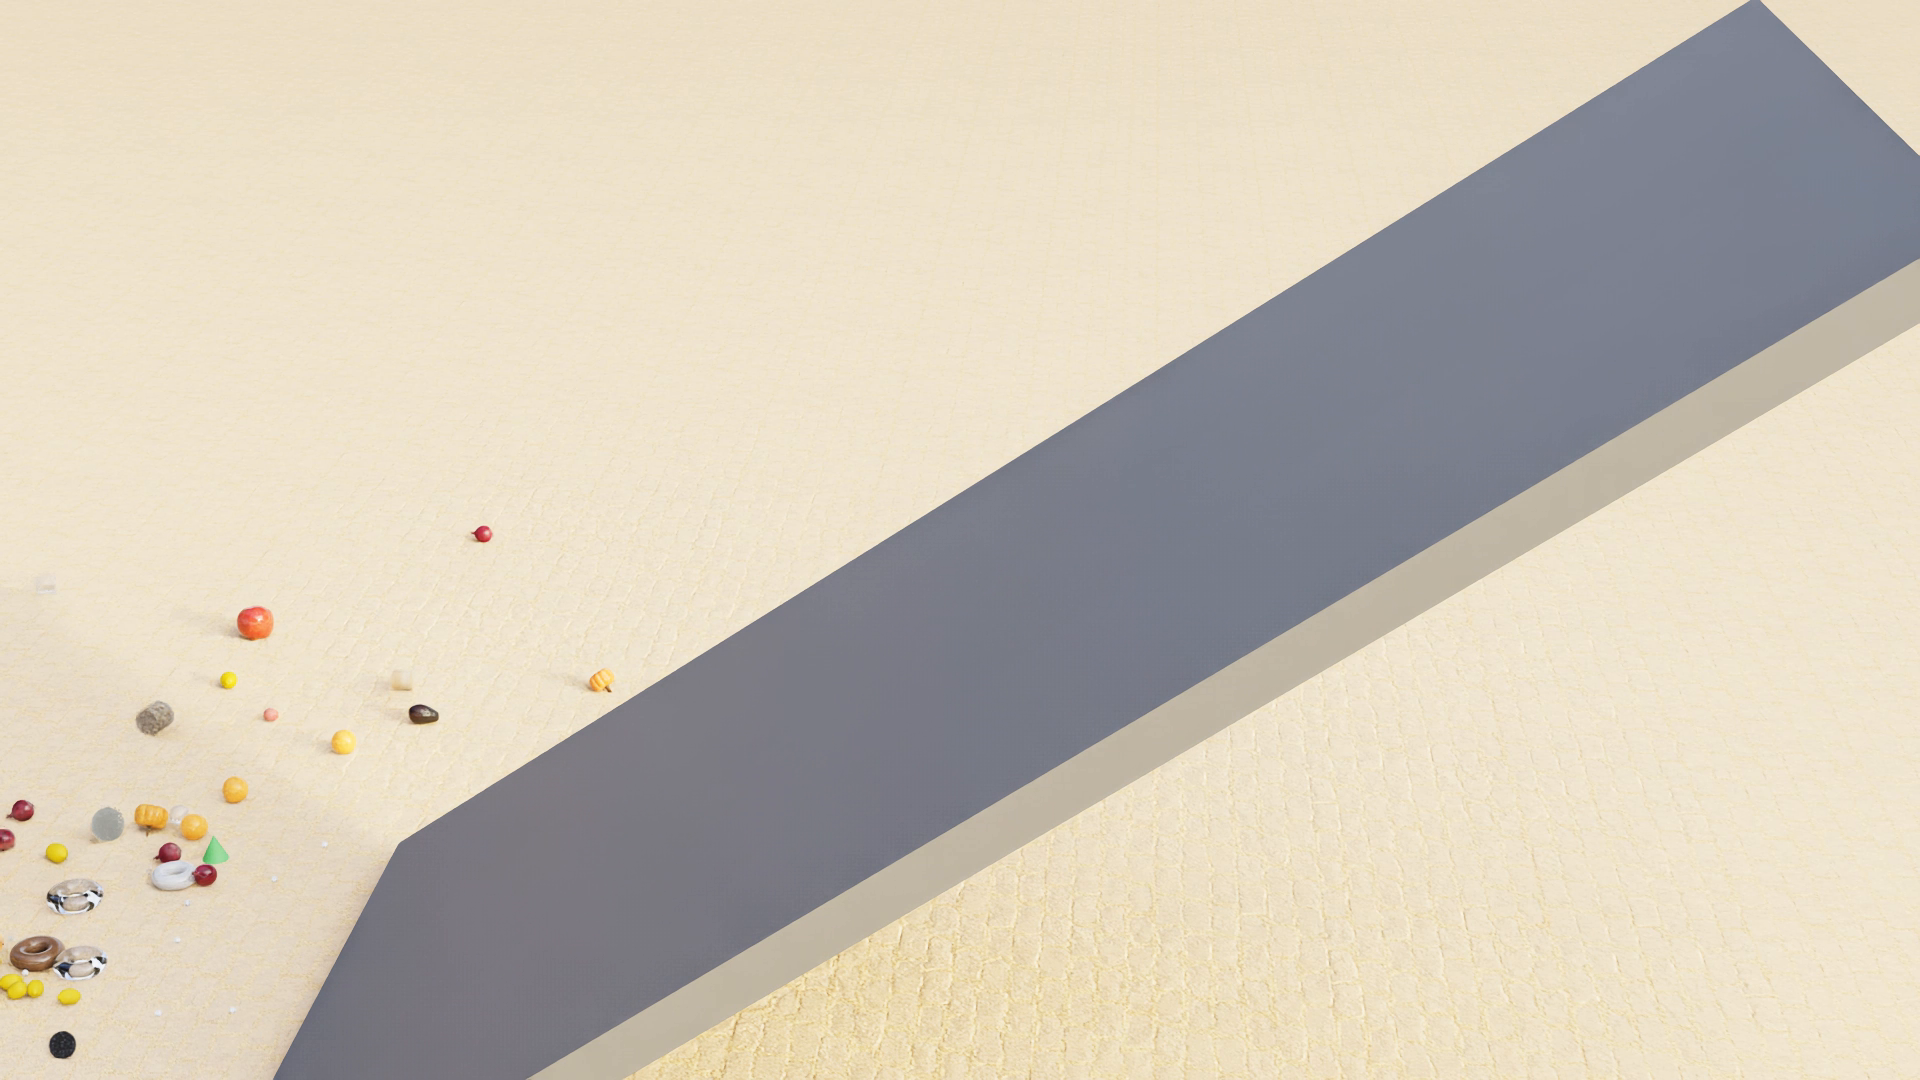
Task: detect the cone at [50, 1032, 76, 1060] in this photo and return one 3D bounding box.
[{"bbox_3d":[-2.093,1.183,6.900,0.065,0.065,0.065,2,-6,4],"label":"cone"}]

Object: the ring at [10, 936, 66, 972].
[{"bbox_3d":[-2.287,1.025,7.293,0.134,0.045,0.134,0,22,0],"label":"ring"}]

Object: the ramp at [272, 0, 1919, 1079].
[{"bbox_3d":[0.137,0.172,6.302,4.000,0.100,2.000,-32,16,15],"label":"ramp"}]

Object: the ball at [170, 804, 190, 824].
[{"bbox_3d":[-2.124,0.747,8.005,0.053,0.053,0.053,0,21,0],"label":"ball"}]

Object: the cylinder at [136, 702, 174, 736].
[{"bbox_3d":[-2.344,0.520,8.565,0.077,0.077,0.077,8,20,20],"label":"cylinder"}]

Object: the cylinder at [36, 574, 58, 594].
[{"bbox_3d":[-2.972,0.145,9.569,0.060,0.060,0.060,-8,22,-19],"label":"cylinder"}]

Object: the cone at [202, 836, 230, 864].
[{"bbox_3d":[-1.979,0.814,7.807,0.070,0.070,0.070,0,21,0],"label":"cone"}]

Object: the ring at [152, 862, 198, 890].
[{"bbox_3d":[-2.052,0.877,7.685,0.121,0.040,0.121,1,22,0],"label":"ring"}]

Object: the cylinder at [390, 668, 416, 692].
[{"bbox_3d":[-1.675,0.421,8.848,0.059,0.059,0.059,24,11,-25],"label":"cylinder"}]

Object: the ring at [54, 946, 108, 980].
[{"bbox_3d":[-2.168,1.042,7.249,0.131,0.044,0.131,0,22,0],"label":"ring"}]

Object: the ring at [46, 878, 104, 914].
[{"bbox_3d":[-2.278,0.917,7.570,0.144,0.048,0.144,1,22,0],"label":"ring"}]
